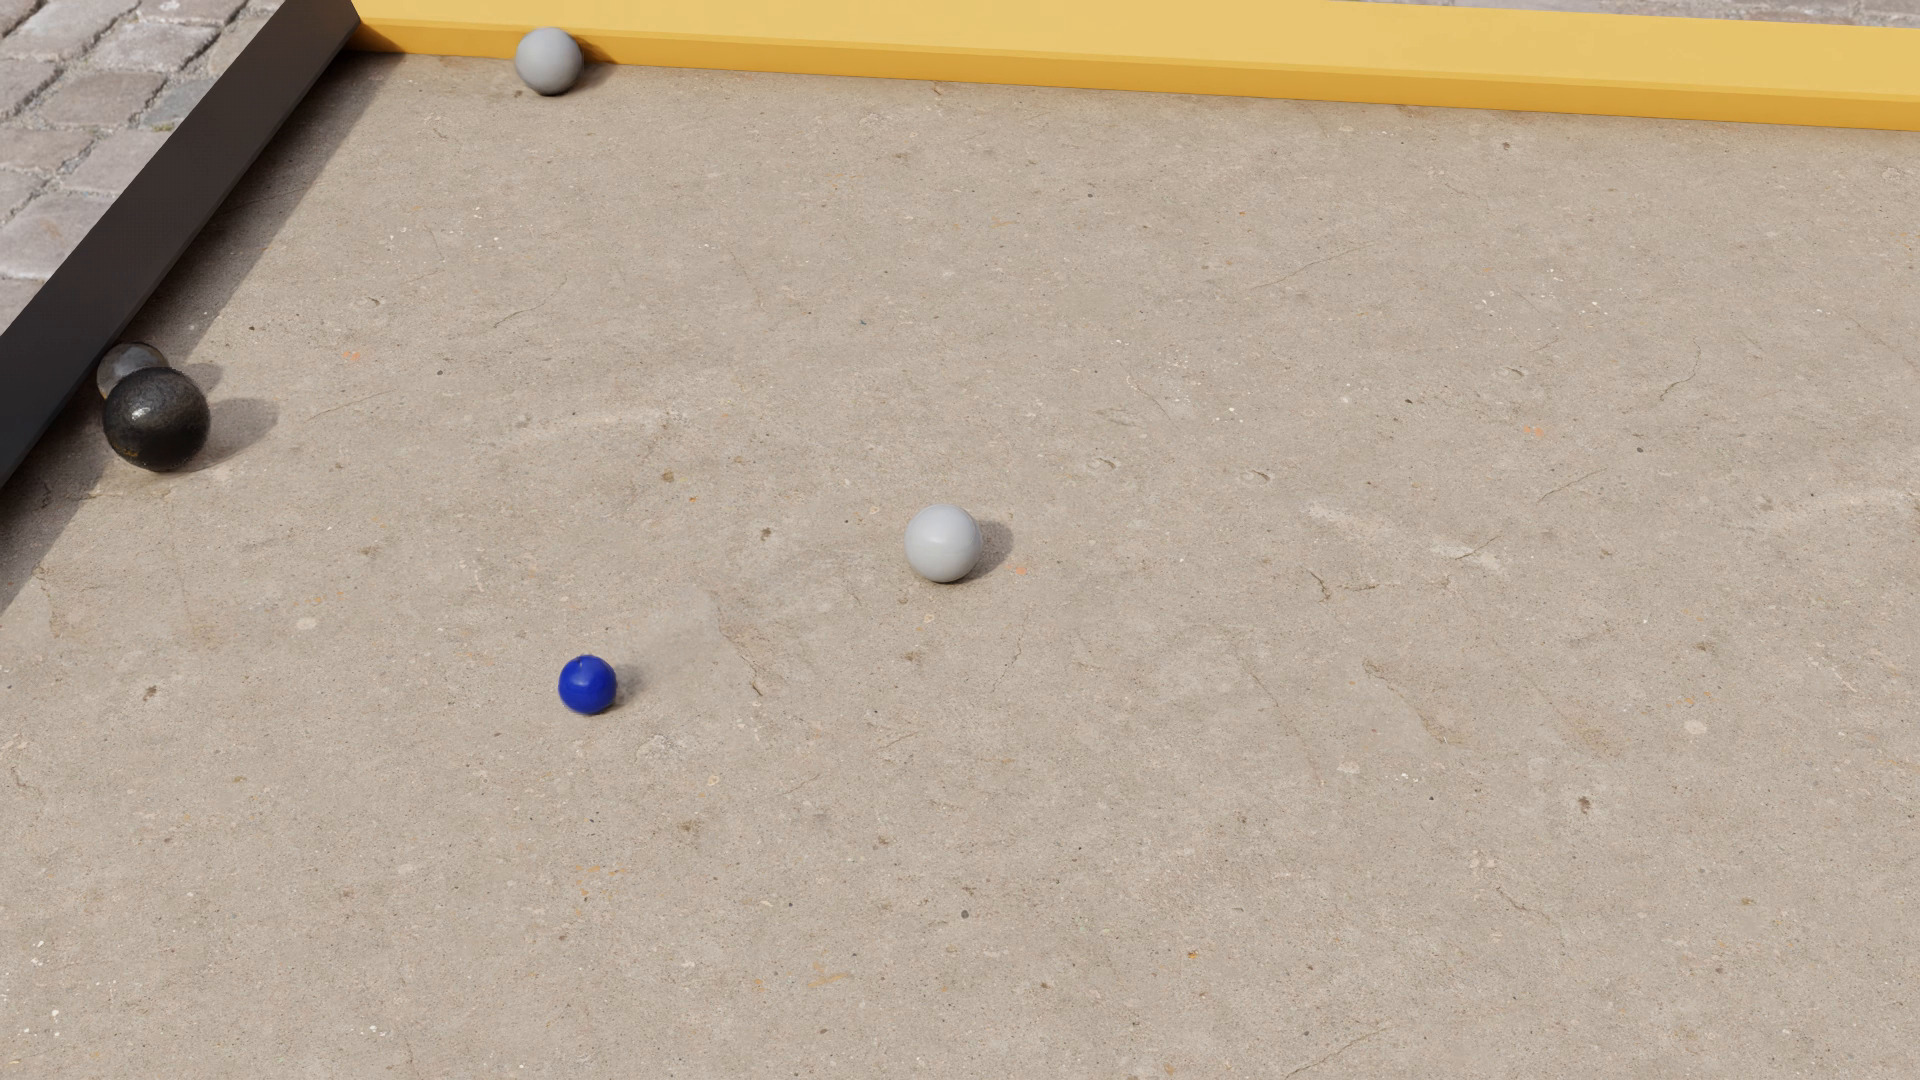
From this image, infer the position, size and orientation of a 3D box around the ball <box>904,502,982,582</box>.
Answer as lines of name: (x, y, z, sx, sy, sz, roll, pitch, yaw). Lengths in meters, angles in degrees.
ball: (-0.013, 0.002, 1.920, 0.060, 0.060, 0.060, 0, 35, 0)

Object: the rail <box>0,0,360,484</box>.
rail: (-0.742, -0.072, 1.983, 0.045, 0.107, 1.739, 4, 35, 6)

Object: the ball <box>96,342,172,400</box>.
ball: (-0.680, -0.133, 2.114, 0.060, 0.060, 0.060, 0, 35, 0)

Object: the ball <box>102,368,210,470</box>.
ball: (-0.639, -0.096, 2.041, 0.082, 0.082, 0.082, 0, 35, 0)

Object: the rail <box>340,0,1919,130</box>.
rail: (0.868, -0.447, 2.522, 3.084, 0.107, 0.045, 4, 35, 6)

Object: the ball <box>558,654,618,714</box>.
ball: (-0.260, 0.101, 1.793, 0.041, 0.041, 0.041, 0, 35, 0)

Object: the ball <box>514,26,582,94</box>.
ball: (-0.420, -0.490, 2.619, 0.068, 0.068, 0.068, 0, 35, 0)
